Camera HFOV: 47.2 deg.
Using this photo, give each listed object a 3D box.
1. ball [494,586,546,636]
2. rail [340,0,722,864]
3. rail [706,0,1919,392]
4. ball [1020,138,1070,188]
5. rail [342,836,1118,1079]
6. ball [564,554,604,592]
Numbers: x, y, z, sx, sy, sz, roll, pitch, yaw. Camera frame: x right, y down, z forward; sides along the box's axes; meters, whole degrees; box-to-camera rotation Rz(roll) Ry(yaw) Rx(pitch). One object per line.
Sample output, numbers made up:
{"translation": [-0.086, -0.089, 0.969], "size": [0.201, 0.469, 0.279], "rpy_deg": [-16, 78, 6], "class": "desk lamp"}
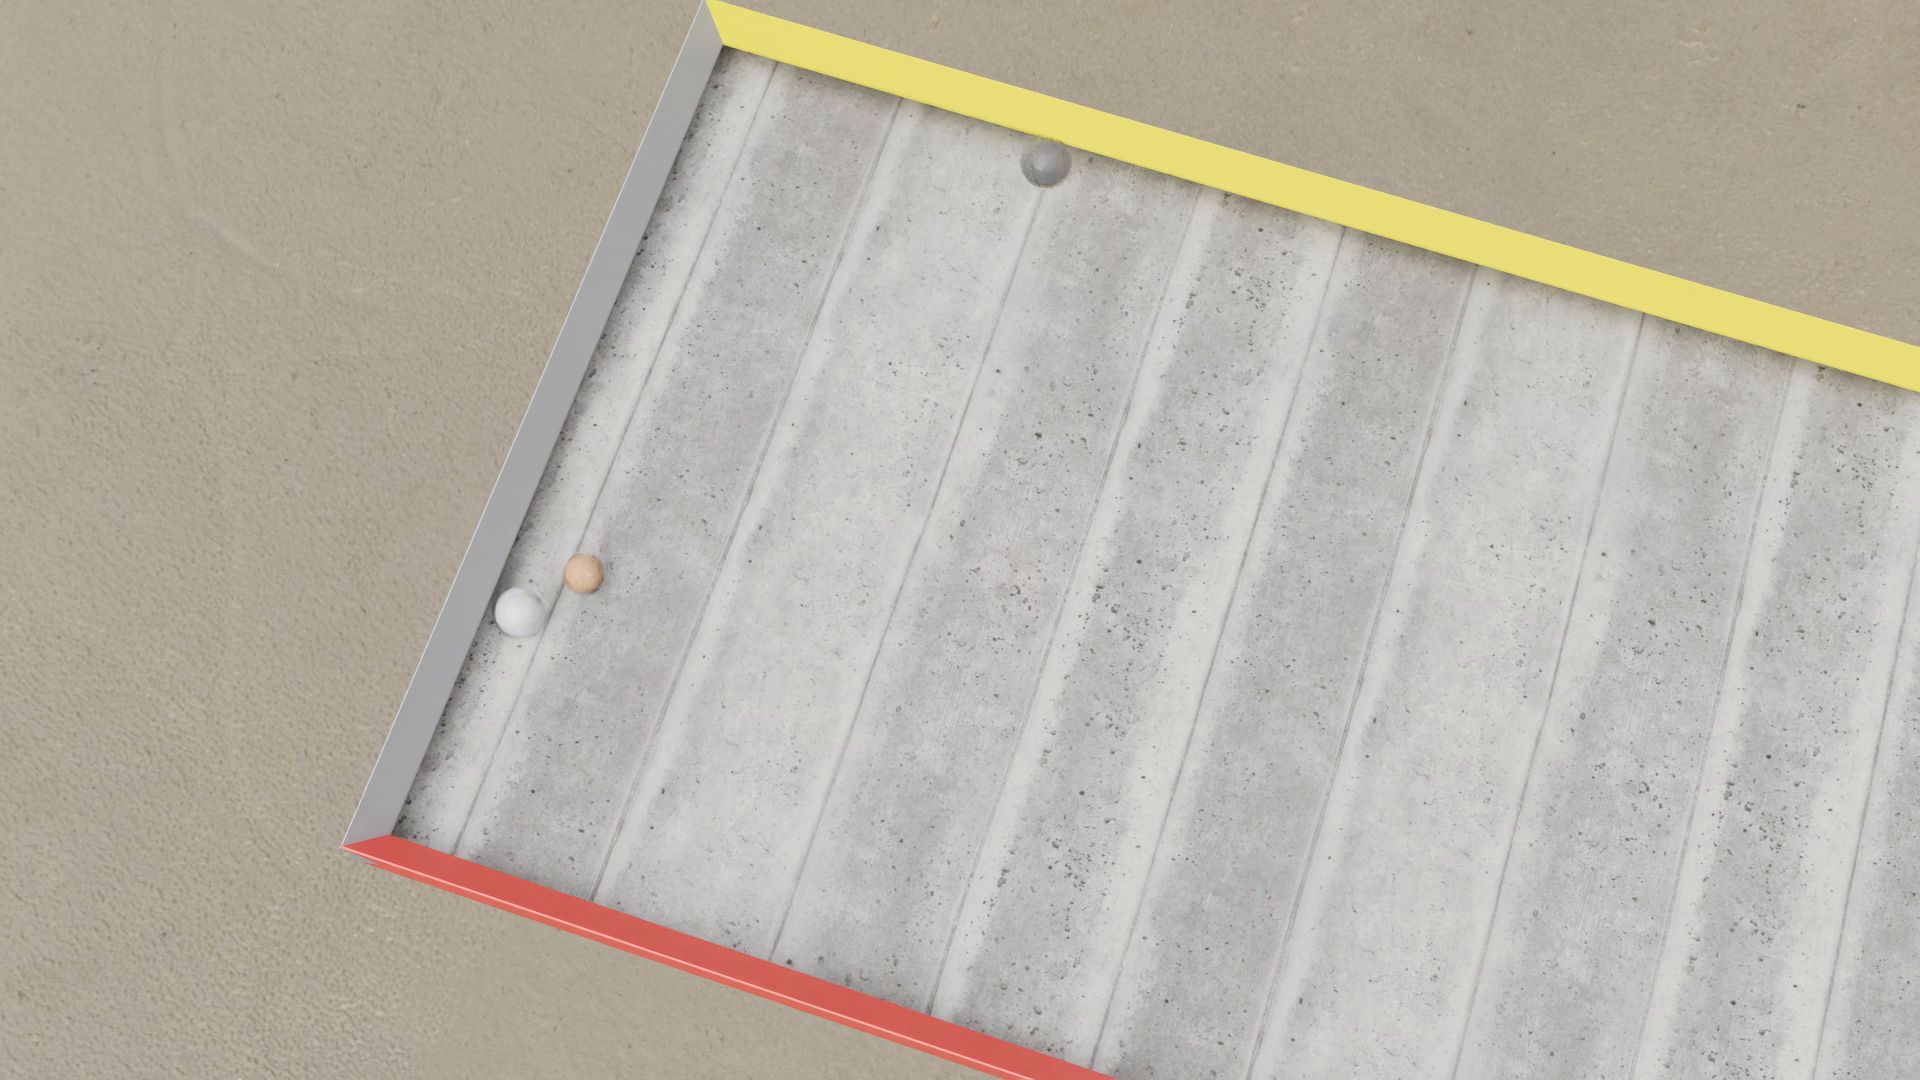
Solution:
{"translation": [-0.677, 0.110, 3.383], "size": [0.077, 0.077, 0.077], "rpy_deg": [0, 71, 0], "class": "ball"}
{"translation": [-0.642, -0.206, 3.477], "size": [0.045, 0.107, 1.509], "rpy_deg": [17, 72, 6], "class": "rail"}
{"translation": [0.893, -0.454, 3.564], "size": [2.797, 0.107, 0.045], "rpy_deg": [17, 72, 6], "class": "rail"}
{"translation": [0.140, -0.623, 3.636], "size": [0.082, 0.082, 0.082], "rpy_deg": [0, 71, 0], "class": "ball"}
{"translation": [0.435, 0.857, 3.106], "size": [2.797, 0.107, 0.045], "rpy_deg": [17, 72, 6], "class": "rail"}
{"translation": [-0.584, 0.051, 3.412], "size": [0.061, 0.061, 0.061], "rpy_deg": [0, 71, 0], "class": "ball"}
